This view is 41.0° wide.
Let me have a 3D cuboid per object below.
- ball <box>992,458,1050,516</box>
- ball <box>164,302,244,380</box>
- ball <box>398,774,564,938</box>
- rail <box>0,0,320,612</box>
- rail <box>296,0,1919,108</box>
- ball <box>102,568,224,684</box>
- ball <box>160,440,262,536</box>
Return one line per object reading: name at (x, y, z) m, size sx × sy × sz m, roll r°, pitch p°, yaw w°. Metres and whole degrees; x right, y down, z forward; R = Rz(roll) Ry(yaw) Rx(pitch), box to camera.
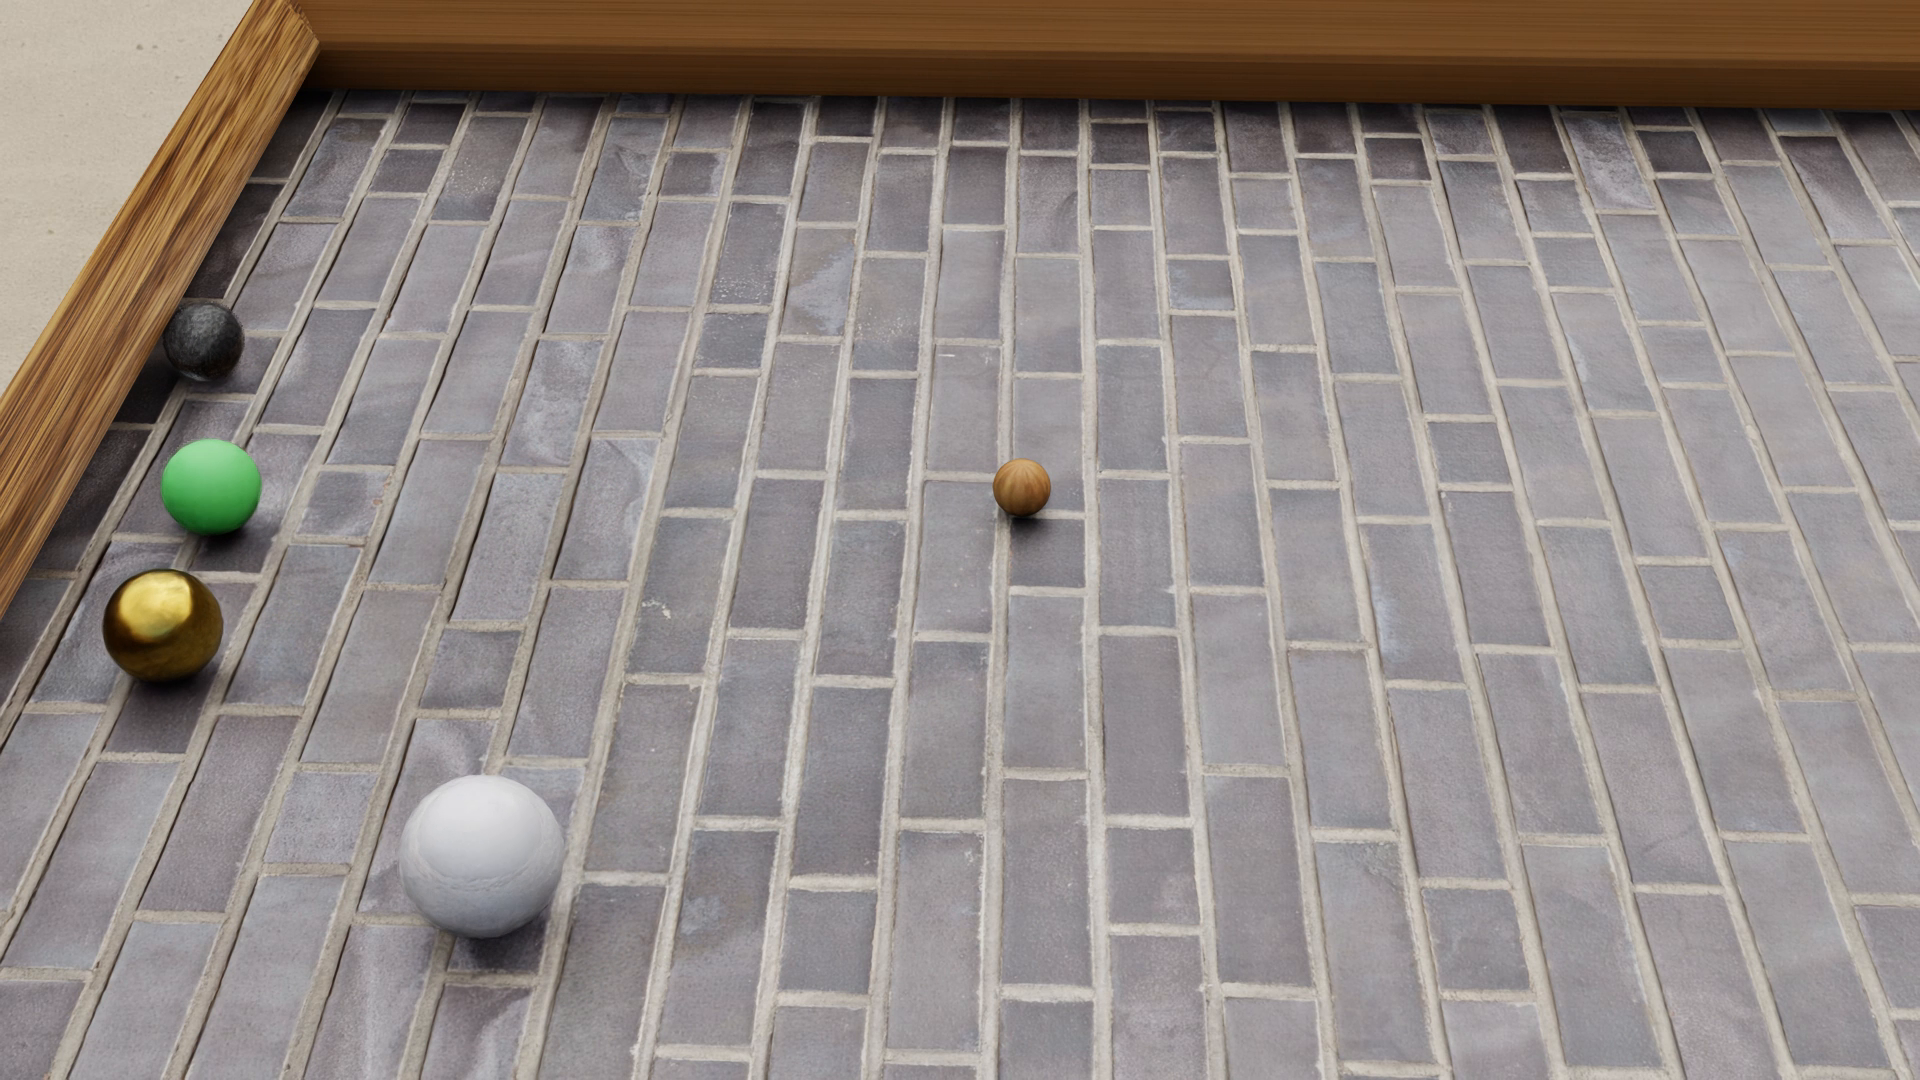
ball at (0.047, -0.040, 1.940) m, size 0.044 × 0.044 × 0.044 m, roll 0°, pitch 35°, yaw 0°
ball at (-0.619, -0.163, 2.098) m, size 0.063 × 0.063 × 0.063 m, roll 0°, pitch 35°, yaw 0°
ball at (-0.291, 0.192, 1.561) m, size 0.099 × 0.099 × 0.099 m, roll 0°, pitch 35°, yaw 0°
rail at (-0.667, -0.036, 1.859) m, size 0.045 × 0.129 × 1.640 m, roll 1°, pitch 35°, yaw 1°
rail at (0.716, -0.469, 2.476) m, size 2.765 × 0.129 × 0.045 m, roll 1°, pitch 35°, yaw 1°
ball at (-0.549, 0.060, 1.767) m, size 0.080 × 0.080 × 0.080 m, roll 0°, pitch 35°, yaw 0°
ball at (-0.559, -0.039, 1.914) m, size 0.072 × 0.072 × 0.072 m, roll 0°, pitch 35°, yaw 0°
